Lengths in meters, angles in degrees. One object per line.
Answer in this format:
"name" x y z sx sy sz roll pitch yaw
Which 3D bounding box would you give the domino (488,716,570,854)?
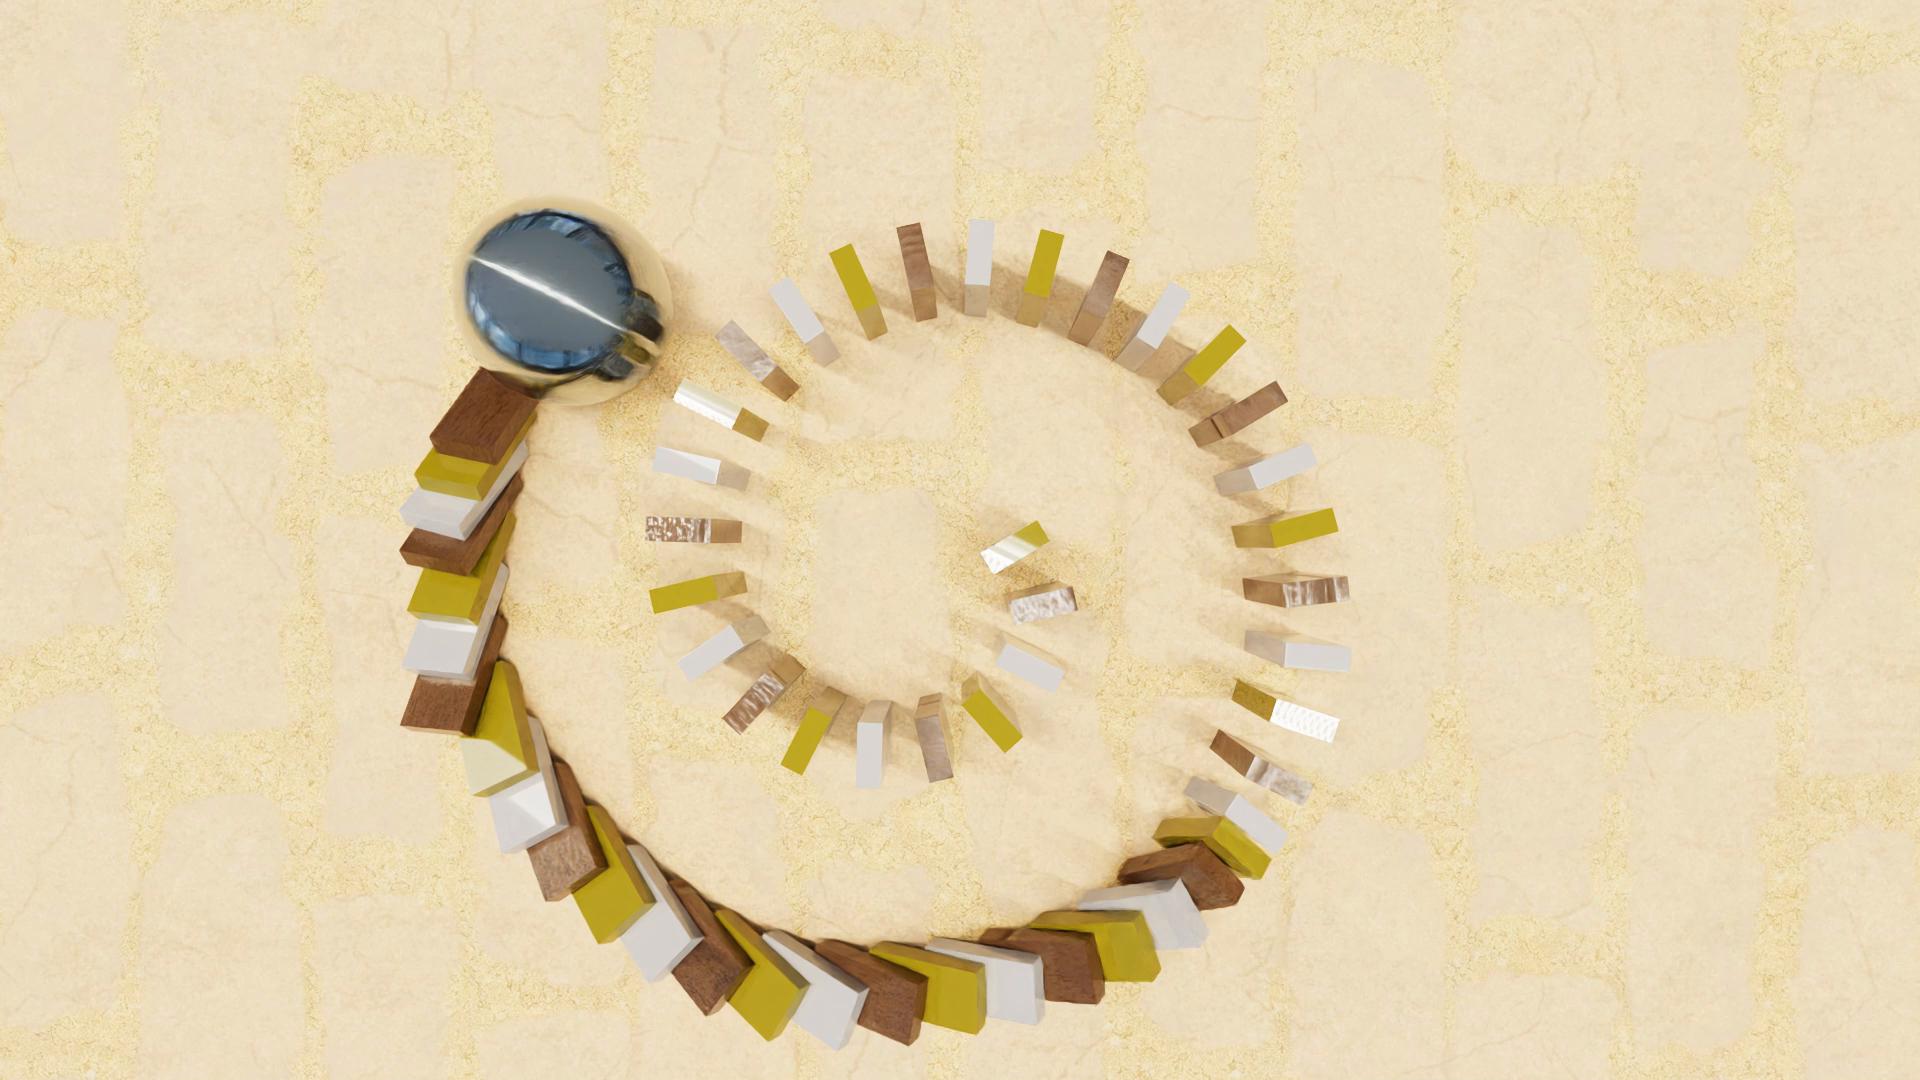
"domino" -0.185 0.103 0.386 0.025 0.009 0.050 -28 66 0

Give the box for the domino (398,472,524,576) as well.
"domino" -0.206 -0.010 0.381 0.025 0.009 0.050 12 52 0

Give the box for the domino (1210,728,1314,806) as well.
"domino" 0.122 0.092 0.375 0.025 0.050 0.009 26 90 0

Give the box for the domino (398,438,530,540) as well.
"domino" -0.205 -0.025 0.380 0.025 0.010 0.050 15 52 3

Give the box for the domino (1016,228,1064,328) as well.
"domino" 0.032 -0.106 0.375 0.010 0.050 0.025 15 90 0

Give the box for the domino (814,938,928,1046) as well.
"domino" -0.039 0.189 0.385 0.050 0.009 0.025 9 90 25

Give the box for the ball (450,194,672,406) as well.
"ball" -0.155 -0.093 0.360 0.080 0.080 0.080 0 90 0

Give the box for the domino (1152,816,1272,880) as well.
"domino" 0.102 0.126 0.375 0.025 0.050 0.010 42 66 0

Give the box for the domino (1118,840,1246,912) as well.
"domino" 0.090 0.140 0.377 0.025 0.050 0.010 47 52 0

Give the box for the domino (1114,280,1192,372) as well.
"domino" 0.078 -0.086 0.375 0.010 0.050 0.025 32 90 0

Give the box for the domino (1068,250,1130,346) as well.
"domino" 0.056 -0.098 0.375 0.010 0.050 0.025 23 90 0

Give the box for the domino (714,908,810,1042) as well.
"domino" -0.089 0.182 0.385 0.050 0.009 0.025 31 91 24

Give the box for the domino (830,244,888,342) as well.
"domino" -0.041 -0.100 0.375 0.009 0.050 0.025 -25 90 0

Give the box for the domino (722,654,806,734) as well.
"domino" -0.079 0.062 0.375 0.009 0.050 0.025 43 90 0

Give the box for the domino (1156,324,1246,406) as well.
"domino" 0.097 -0.071 0.375 0.025 0.050 0.010 -45 90 0

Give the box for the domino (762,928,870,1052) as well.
"domino" -0.065 0.188 0.385 0.050 0.010 0.025 20 90 24

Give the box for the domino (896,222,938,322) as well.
"domino" -0.017 -0.108 0.375 0.010 0.050 0.025 -13 90 0

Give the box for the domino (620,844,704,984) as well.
"domino" -0.133 0.156 0.386 0.025 0.009 0.050 -46 66 0

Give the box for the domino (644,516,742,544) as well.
"domino" -0.108 -0.004 0.375 0.025 0.050 0.009 2 90 0

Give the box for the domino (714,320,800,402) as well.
"domino" -0.082 -0.072 0.375 0.009 0.050 0.025 -45 90 0

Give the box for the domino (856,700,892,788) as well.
"domino" -0.035 0.082 0.375 0.010 0.050 0.025 2 90 0

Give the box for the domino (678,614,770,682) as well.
"domino" -0.095 0.043 0.375 0.025 0.050 0.009 -34 90 0

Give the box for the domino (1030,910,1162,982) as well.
"domino" 0.056 0.169 0.382 0.050 0.009 0.025 -18 90 35

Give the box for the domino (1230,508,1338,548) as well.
"domino" 0.131 -0.005 0.375 0.025 0.050 0.010 -15 90 0

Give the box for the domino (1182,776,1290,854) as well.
"domino" 0.111 0.111 0.375 0.025 0.050 0.009 37 82 0

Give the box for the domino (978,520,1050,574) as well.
"domino" 0.021 0.003 0.375 0.025 0.050 0.009 -30 90 0

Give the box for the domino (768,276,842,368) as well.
"domino" -0.062 -0.088 0.375 0.009 0.050 0.025 -34 90 0

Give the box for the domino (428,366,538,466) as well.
"domino" -0.194 -0.055 0.381 0.025 0.010 0.050 12 52 0

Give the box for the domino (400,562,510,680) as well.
"domino" -0.211 0.032 0.385 0.025 0.009 0.050 6 64 0

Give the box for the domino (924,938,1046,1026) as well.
"domino" 0.010 0.185 0.384 0.050 0.010 0.025 -4 90 27

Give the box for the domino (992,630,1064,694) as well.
"domino" 0.027 0.049 0.375 0.025 0.050 0.009 26 90 0

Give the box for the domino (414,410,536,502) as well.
"domino" -0.200 -0.040 0.381 0.025 0.009 0.050 12 52 0

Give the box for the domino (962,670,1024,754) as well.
"domino" 0.012 0.069 0.375 0.009 0.050 0.025 -42 90 0

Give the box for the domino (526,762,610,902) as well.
"domino" -0.170 0.122 0.386 0.025 0.009 0.050 -34 67 0

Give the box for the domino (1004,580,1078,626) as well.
"domino" 0.032 0.025 0.375 0.025 0.050 0.010 -13 90 0

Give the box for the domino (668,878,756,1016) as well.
"domino" -0.112 0.171 0.386 0.050 0.010 0.025 38 90 24

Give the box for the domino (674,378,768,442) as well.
"domino" -0.096 -0.052 0.375 0.025 0.050 0.009 26 90 0

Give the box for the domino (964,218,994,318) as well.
"domino" 0.008 -0.110 0.375 0.010 0.050 0.025 4 90 0

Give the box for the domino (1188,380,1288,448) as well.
"domino" 0.112 -0.051 0.375 0.025 0.050 0.009 -31 90 0

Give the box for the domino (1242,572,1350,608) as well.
"domino" 0.136 0.020 0.375 0.025 0.050 0.009 -7 90 0

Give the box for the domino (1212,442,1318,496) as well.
"domino" 0.124 -0.028 0.375 0.025 0.050 0.010 -22 90 0

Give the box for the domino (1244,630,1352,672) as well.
"domino" 0.137 0.045 0.375 0.025 0.050 0.009 5 90 0

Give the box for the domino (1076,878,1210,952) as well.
"domino" 0.075 0.157 0.380 0.050 0.010 0.025 -29 90 42

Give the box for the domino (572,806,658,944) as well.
"domino" -0.151 0.140 0.386 0.025 0.009 0.050 -42 66 0

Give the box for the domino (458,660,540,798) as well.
"domino" -0.196 0.079 0.386 0.025 0.010 0.050 -25 67 0

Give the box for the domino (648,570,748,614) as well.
"domino" -0.106 0.021 0.375 0.025 0.050 0.009 -13 90 0

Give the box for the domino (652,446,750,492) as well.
"domino" -0.105 -0.029 0.375 0.025 0.050 0.010 13 90 0

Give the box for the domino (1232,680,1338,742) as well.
"domino" 0.132 0.069 0.375 0.025 0.050 0.009 18 90 0

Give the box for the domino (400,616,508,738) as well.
"domino" -0.211 0.056 0.384 0.025 0.009 0.050 5 64 2

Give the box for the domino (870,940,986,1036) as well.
"domino" -0.014 0.187 0.385 0.050 0.009 0.025 0 90 26

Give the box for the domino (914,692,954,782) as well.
"domino" -0.010 0.080 0.375 0.010 0.050 0.025 -14 90 0

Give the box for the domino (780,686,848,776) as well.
"domino" -0.059 0.077 0.375 0.009 0.050 0.025 27 90 0

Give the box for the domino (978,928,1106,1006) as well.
"domino" 0.034 0.178 0.383 0.050 0.009 0.025 -12 90 30

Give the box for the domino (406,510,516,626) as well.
"domino" -0.208 0.010 0.385 0.025 0.010 0.050 7 64 0
